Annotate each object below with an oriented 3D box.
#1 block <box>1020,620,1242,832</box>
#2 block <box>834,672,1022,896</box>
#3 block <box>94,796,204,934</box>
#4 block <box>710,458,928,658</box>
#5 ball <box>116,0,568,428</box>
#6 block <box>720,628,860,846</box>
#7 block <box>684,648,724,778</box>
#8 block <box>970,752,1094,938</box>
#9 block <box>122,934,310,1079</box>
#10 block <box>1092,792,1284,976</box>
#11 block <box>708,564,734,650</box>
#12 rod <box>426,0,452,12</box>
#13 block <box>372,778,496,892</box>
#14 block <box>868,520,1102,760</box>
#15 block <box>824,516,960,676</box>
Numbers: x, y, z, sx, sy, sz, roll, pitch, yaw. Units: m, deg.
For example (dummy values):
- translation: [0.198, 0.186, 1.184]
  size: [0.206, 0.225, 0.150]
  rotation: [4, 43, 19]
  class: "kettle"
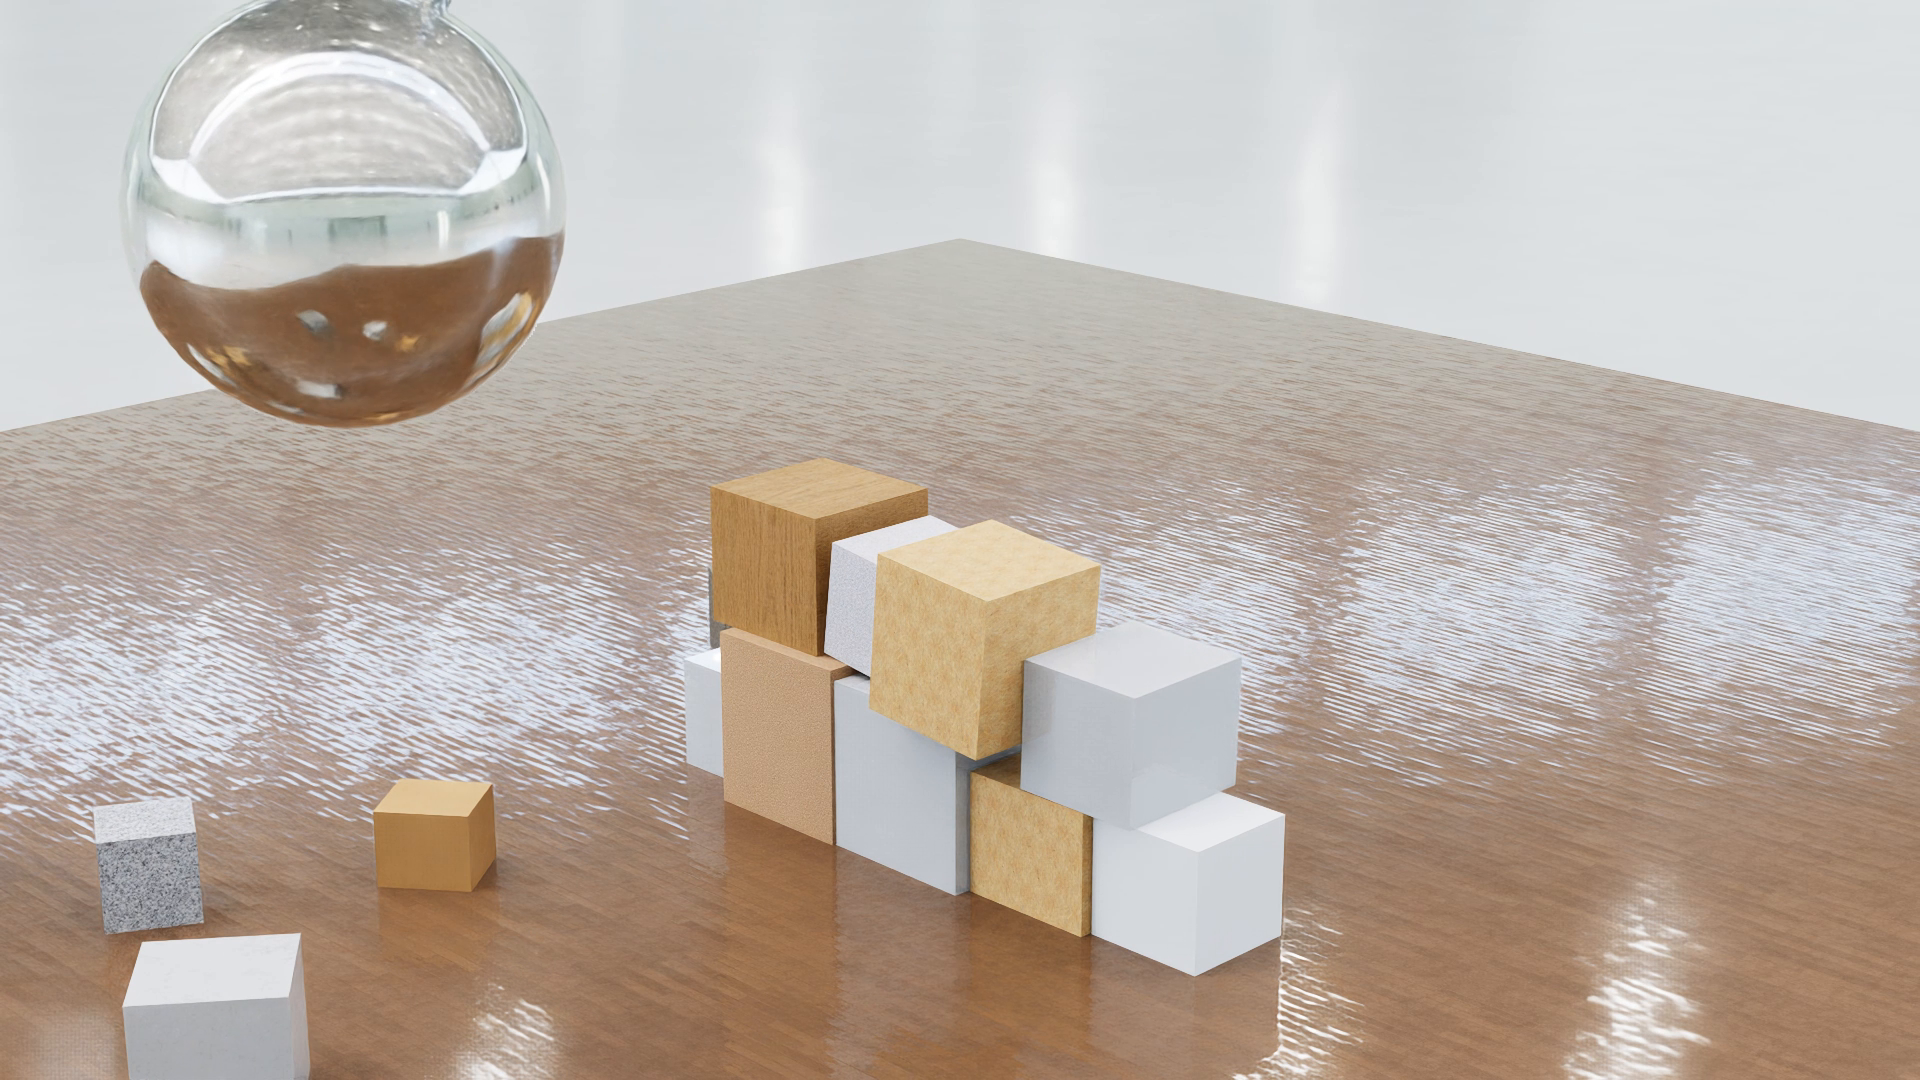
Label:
- translation: [0.748, 0.800, 12.830]
  size: [0.627, 0.607, 0.722]
  rotation: [18, 25, 40]
  class: "block"
- translation: [-0.007, 1.044, 13.660]
  size: [0.820, 0.817, 0.806]
  rotation: [-16, 24, -42]
  class: "block"
- translation: [-3.608, 1.442, 13.034]
  size: [0.421, 0.432, 0.431]
  rotation: [-5, 18, -16]
  class: "block"
- translation: [-0.673, 0.070, 14.090]
  size: [0.720, 0.675, 0.752]
  rotation: [-16, 24, -42]
  class: "block"
- translation: [-2.227, -1.204, 10.629]
  size: [1.600, 1.600, 1.600]
  rotation: [0, 17, 0]
  class: "ball"
- translation: [-0.581, 0.849, 14.192]
  size: [0.831, 0.871, 0.780]
  rotation: [-17, 24, -42]
  class: "block"
- translation: [-1.015, 0.854, 14.700]
  size: [0.526, 0.556, 0.496]
  rotation: [-17, 24, -42]
  class: "block"
- translation: [0.538, 1.311, 13.200]
  size: [0.706, 0.585, 0.683]
  rotation: [-17, 24, -42]
  class: "block"
- translation: [-2.849, 1.915, 11.285]
  size: [0.605, 0.580, 0.562]
  rotation: [-2, 18, -7]
  class: "block"
- translation: [0.990, 1.456, 12.757]
  size: [0.575, 0.572, 0.595]
  rotation: [-17, 24, -42]
  class: "block"
- translation: [-1.065, 0.418, 16.243]
  size: [0.574, 0.462, 0.555]
  rotation: [-4, 18, -13]
  class: "block"
- translation: [-0.965, -4.343, 10.965]
  size: [0.080, 5.200, 0.080]
  rotation: [17, -8, 42]
  class: "rod"
- translation: [-2.403, 1.350, 13.436]
  size: [0.440, 0.368, 0.400]
  rotation: [2, 18, 7]
  class: "block"
- translation: [0.107, 0.430, 13.001]
  size: [0.716, 0.745, 0.677]
  rotation: [-17, 29, -42]
  class: "block"
- translation: [-0.186, 0.299, 13.617]
  size: [0.624, 0.557, 0.585]
  rotation: [-16, 31, -42]
  class: "block"
